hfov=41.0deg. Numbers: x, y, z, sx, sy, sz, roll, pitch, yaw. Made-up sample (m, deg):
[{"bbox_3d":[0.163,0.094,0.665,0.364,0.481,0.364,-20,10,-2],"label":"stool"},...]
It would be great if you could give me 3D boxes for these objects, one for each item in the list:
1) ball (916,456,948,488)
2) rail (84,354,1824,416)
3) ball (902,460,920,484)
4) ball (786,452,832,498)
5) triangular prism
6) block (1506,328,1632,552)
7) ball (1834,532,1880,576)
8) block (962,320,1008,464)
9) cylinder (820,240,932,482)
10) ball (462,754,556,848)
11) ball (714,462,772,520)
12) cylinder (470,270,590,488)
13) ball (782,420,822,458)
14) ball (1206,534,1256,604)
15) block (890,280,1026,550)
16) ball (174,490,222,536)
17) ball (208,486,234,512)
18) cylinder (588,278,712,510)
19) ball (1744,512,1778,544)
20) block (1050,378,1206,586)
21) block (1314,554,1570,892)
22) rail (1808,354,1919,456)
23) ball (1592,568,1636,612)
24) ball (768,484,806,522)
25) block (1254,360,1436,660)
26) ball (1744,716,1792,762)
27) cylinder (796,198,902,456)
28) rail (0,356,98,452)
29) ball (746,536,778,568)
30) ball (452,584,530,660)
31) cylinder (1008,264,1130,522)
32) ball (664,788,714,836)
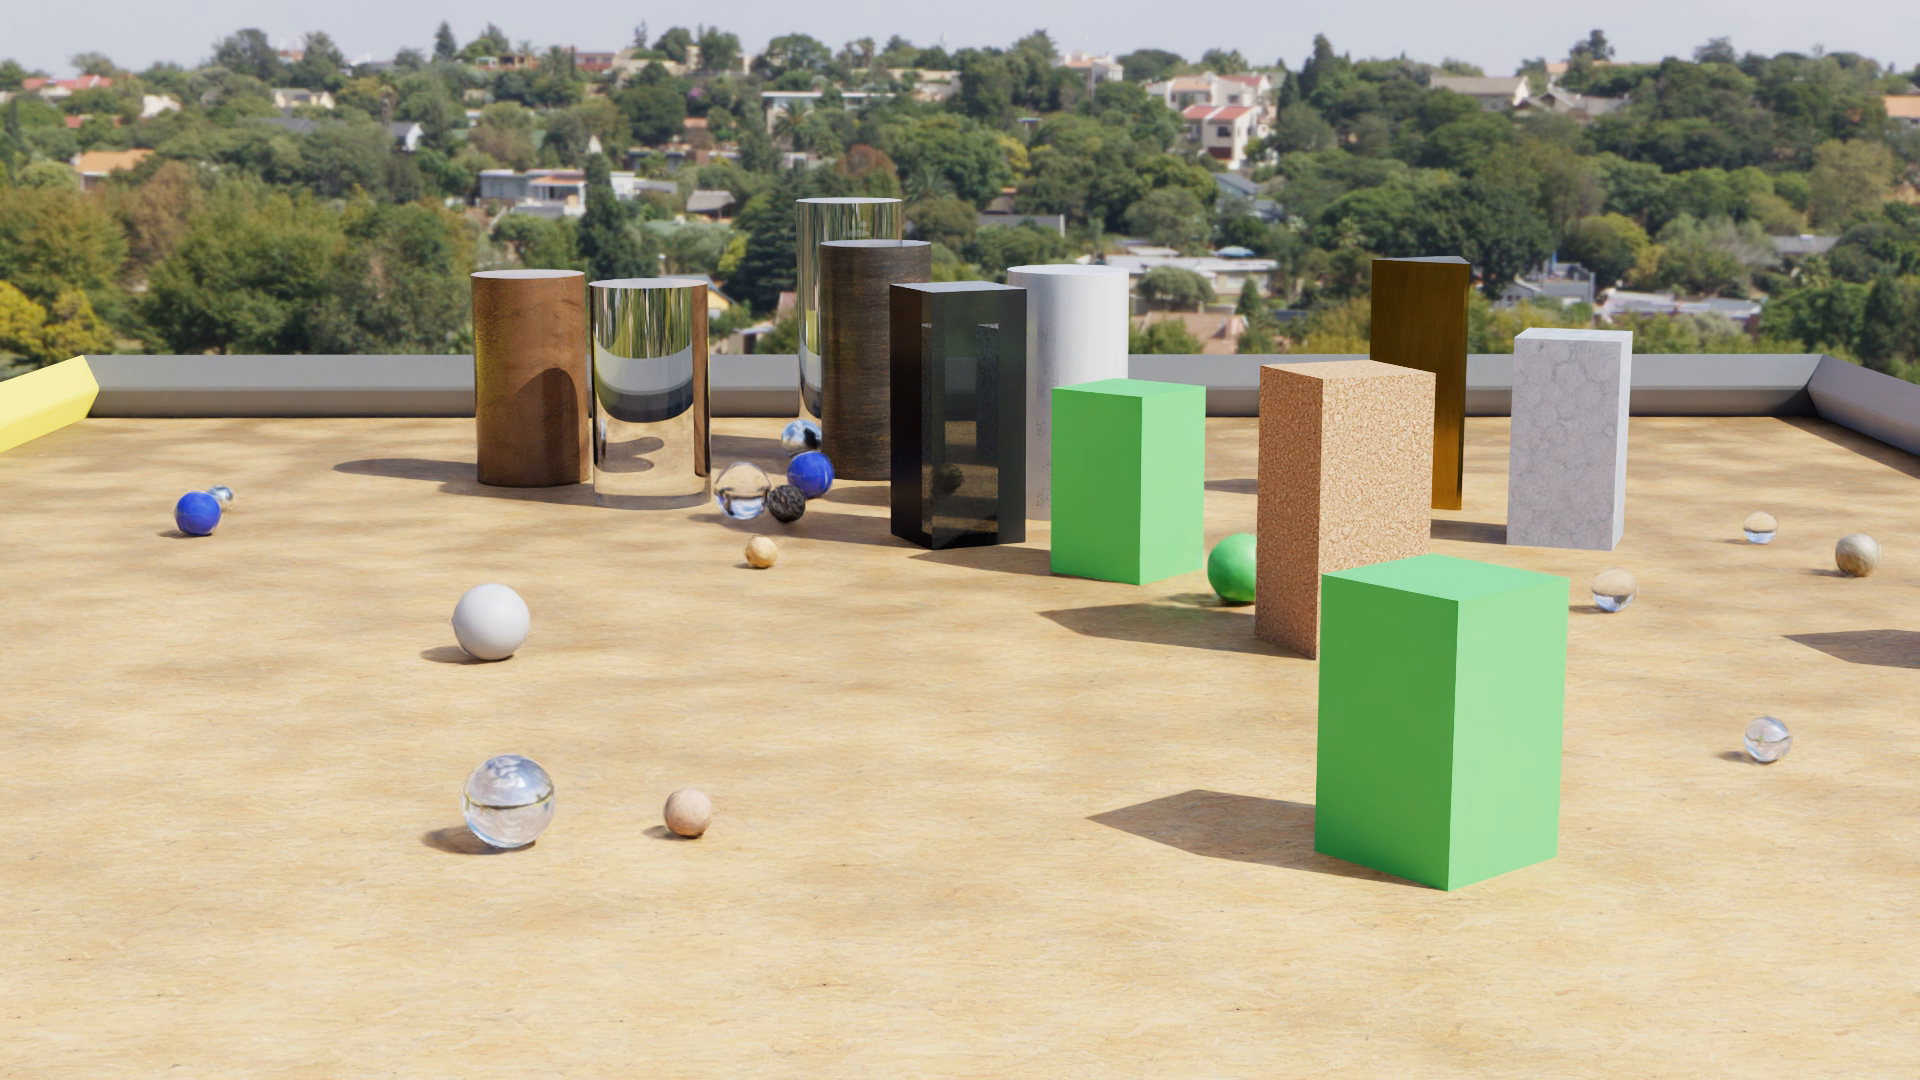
[{"bbox_3d":[-0.047,-0.118,4.473,0.056,0.056,0.056,0,10,0],"label":"ball"},{"bbox_3d":[-0.011,-0.320,5.356,3.645,0.129,0.045,0,10,0],"label":"rail"},{"bbox_3d":[-0.082,-0.119,4.513,0.044,0.044,0.044,0,10,0],"label":"ball"},{"bbox_3d":[-0.256,-0.110,4.368,0.079,0.079,0.079,0,10,0],"label":"ball"},{"bbox_3d":[0.799,-0.269,4.323,0.172,0.408,0.149,7,13,34],"label":"triangular prism"},{"bbox_3d":[0.942,-0.158,3.964,0.159,0.320,0.159,4,11,20],"label":"block"},{"bbox_3d":[1.296,0.021,3.706,0.062,0.062,0.062,0,10,0],"label":"ball"},{"bbox_3d":[0.113,-0.283,4.831,0.159,0.249,0.159,-5,12,-27],"label":"block"},{"bbox_3d":[-0.151,-0.326,4.611,0.199,0.414,0.199,0,10,0],"label":"cylinder"},{"bbox_3d":[-0.425,0.246,2.418,0.088,0.088,0.088,0,10,0],"label":"ball"},{"bbox_3d":[-0.352,-0.078,4.156,0.093,0.093,0.093,0,10,0],"label":"ball"},{"bbox_3d":[-0.760,-0.288,4.544,0.199,0.365,0.199,0,10,0],"label":"cylinder"},{"bbox_3d":[-0.293,-0.184,4.766,0.079,0.079,0.079,0,10,0],"label":"ball"},{"bbox_3d":[0.386,0.039,3.514,0.096,0.096,0.096,0,10,0],"label":"ball"},{"bbox_3d":[-0.004,-0.196,3.970,0.159,0.392,0.159,-5,12,-24],"label":"block"},{"bbox_3d":[-1.194,-0.042,4.018,0.071,0.071,0.071,0,10,0],"label":"ball"},{"bbox_3d":[-1.222,-0.068,4.238,0.043,0.043,0.043,0,10,0],"label":"ball"},{"bbox_3d":[-0.520,-0.248,4.317,0.199,0.368,0.199,0,10,0],"label":"cylinder"},{"bbox_3d":[1.234,-0.019,3.954,0.050,0.050,0.050,0,10,0],"label":"ball"},{"bbox_3d":[0.244,-0.088,3.725,0.159,0.269,0.159,8,13,38],"label":"block"},{"bbox_3d":[0.445,0.163,2.377,0.159,0.265,0.159,-9,14,-40],"label":"block"},{"bbox_3d":[1.799,0.031,3.459,0.045,0.129,3.927,0,10,0],"label":"rail"},{"bbox_3d":[0.883,0.067,3.463,0.059,0.059,0.059,0,10,0],"label":"ball"},{"bbox_3d":[-0.279,-0.059,4.137,0.062,0.062,0.062,0,10,0],"label":"ball"},{"bbox_3d":[0.485,-0.042,3.249,0.159,0.351,0.159,-4,11,-22],"label":"block"},{"bbox_3d":[0.855,0.210,2.719,0.048,0.048,0.048,0,10,0],"label":"ball"},{"bbox_3d":[-0.207,-0.400,4.840,0.199,0.477,0.199,0,10,0],"label":"cylinder"},{"bbox_3d":[-1.799,0.035,3.439,0.045,0.129,3.927,0,10,0],"label":"rail"},{"bbox_3d":[-0.291,0.018,3.765,0.046,0.046,0.046,0,10,0],"label":"ball"},{"bbox_3d":[-0.582,0.101,3.182,0.095,0.095,0.095,0,10,0],"label":"ball"},{"bbox_3d":[0.176,-0.244,4.209,0.199,0.400,0.199,0,10,0],"label":"cylinder"},{"bbox_3d":[-0.260,0.260,2.453,0.047,0.047,0.047,0,10,0],"label":"ball"}]
